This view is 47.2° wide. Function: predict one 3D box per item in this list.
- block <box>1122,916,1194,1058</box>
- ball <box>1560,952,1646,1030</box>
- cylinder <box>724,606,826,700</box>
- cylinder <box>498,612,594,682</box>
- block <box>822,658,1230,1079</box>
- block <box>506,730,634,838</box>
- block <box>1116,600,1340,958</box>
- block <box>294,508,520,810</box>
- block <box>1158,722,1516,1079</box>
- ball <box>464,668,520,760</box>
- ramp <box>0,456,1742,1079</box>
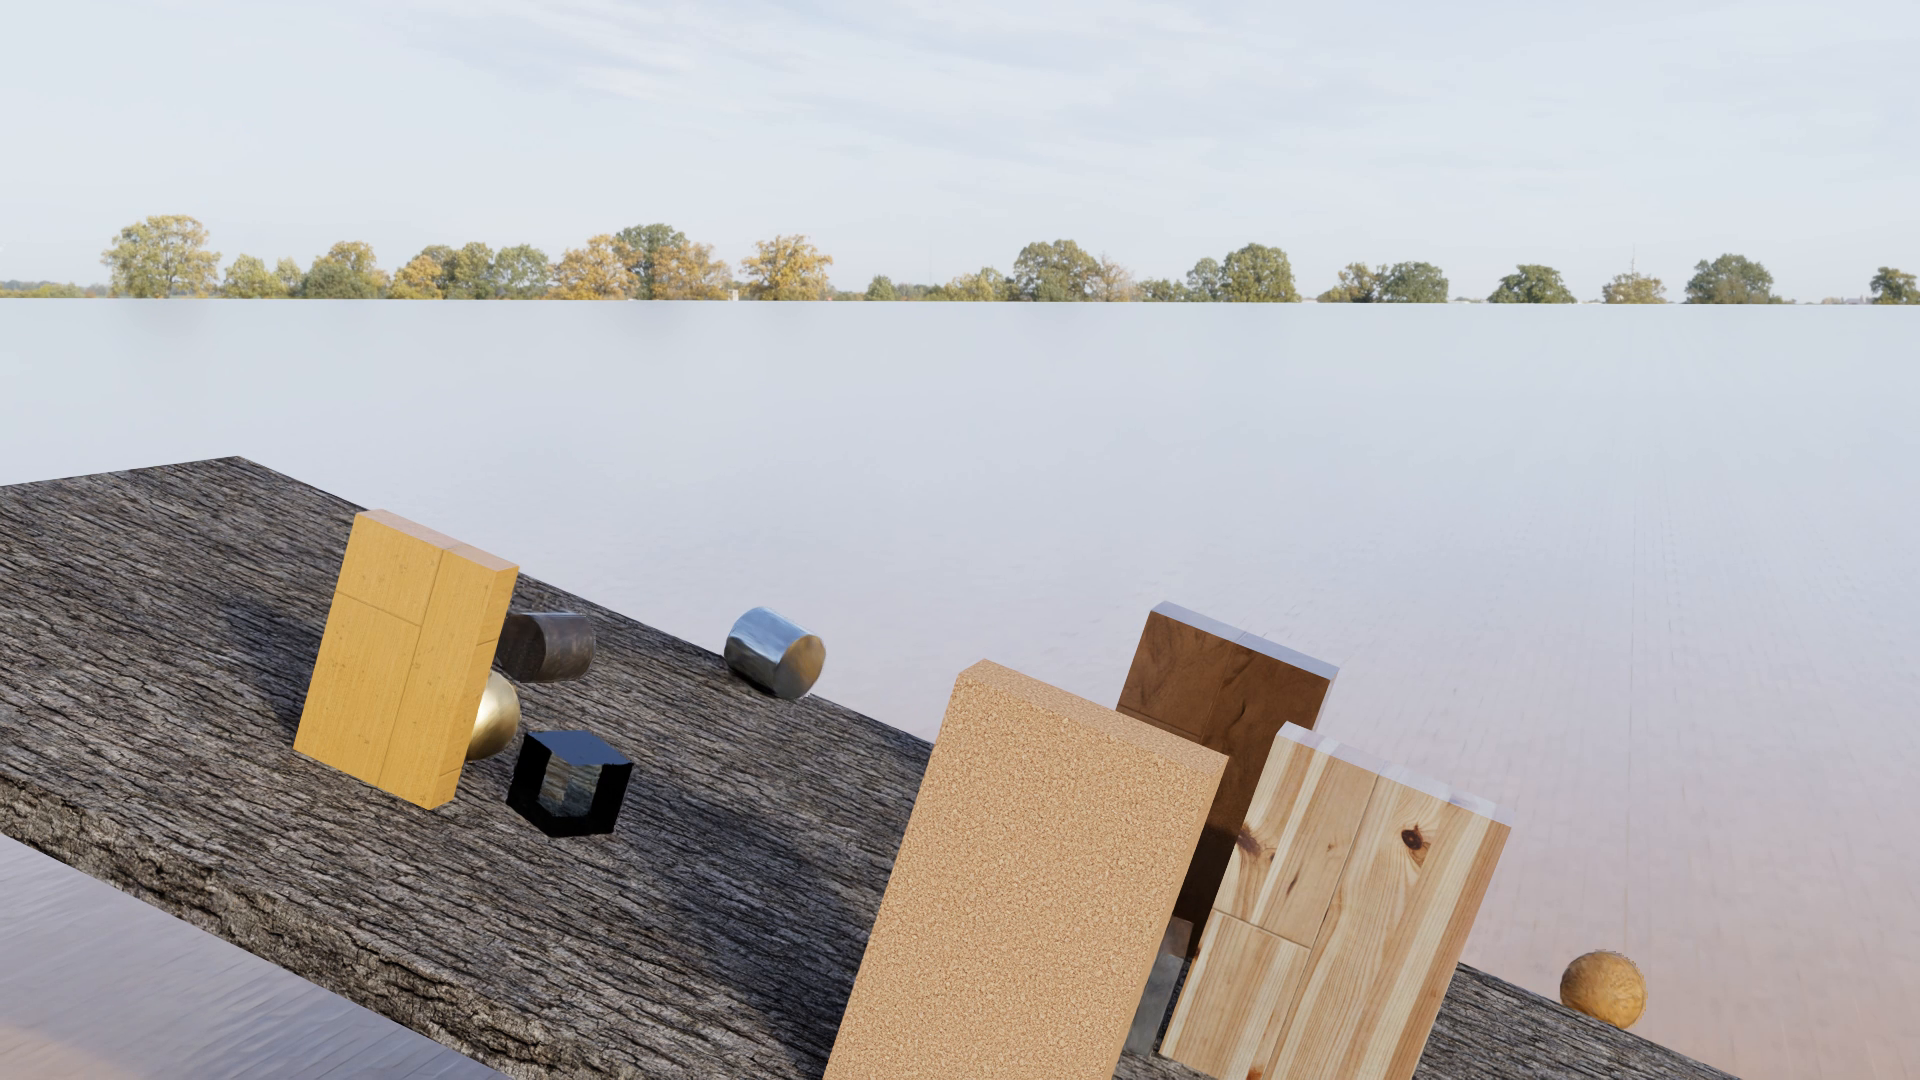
[{"bbox_3d":[0.284,0.766,3.918,0.194,0.194,0.194,20,12,7],"label":"block"},{"bbox_3d":[1.567,1.105,5.366,0.200,0.200,0.200,0,7,0],"label":"ball"},{"bbox_3d":[-0.434,0.266,5.162,0.167,0.167,0.167,26,21,34],"label":"cylinder"},{"bbox_3d":[-0.887,0.228,4.716,0.144,0.144,0.144,5,2,36],"label":"cylinder"},{"bbox_3d":[0.089,0.577,3.273,0.394,0.693,0.134,21,12,14],"label":"block"},{"bbox_3d":[-0.712,0.444,4.010,0.143,0.143,0.143,28,15,38],"label":"block"},{"bbox_3d":[0.466,0.487,4.392,0.373,0.628,0.138,21,12,14],"label":"block"},{"bbox_3d":[-0.985,0.210,3.903,0.288,0.454,0.082,21,12,14],"label":"block"},{"bbox_3d":[0.648,0.683,3.811,0.415,0.616,0.115,21,12,14],"label":"block"},{"bbox_3d":[-0.920,0.325,4.146,0.179,0.179,0.179,0,7,0],"label":"ball"},{"bbox_3d":[-0.348,0.648,4.220,4.000,0.100,2.000,21,12,14],"label":"ramp"}]
